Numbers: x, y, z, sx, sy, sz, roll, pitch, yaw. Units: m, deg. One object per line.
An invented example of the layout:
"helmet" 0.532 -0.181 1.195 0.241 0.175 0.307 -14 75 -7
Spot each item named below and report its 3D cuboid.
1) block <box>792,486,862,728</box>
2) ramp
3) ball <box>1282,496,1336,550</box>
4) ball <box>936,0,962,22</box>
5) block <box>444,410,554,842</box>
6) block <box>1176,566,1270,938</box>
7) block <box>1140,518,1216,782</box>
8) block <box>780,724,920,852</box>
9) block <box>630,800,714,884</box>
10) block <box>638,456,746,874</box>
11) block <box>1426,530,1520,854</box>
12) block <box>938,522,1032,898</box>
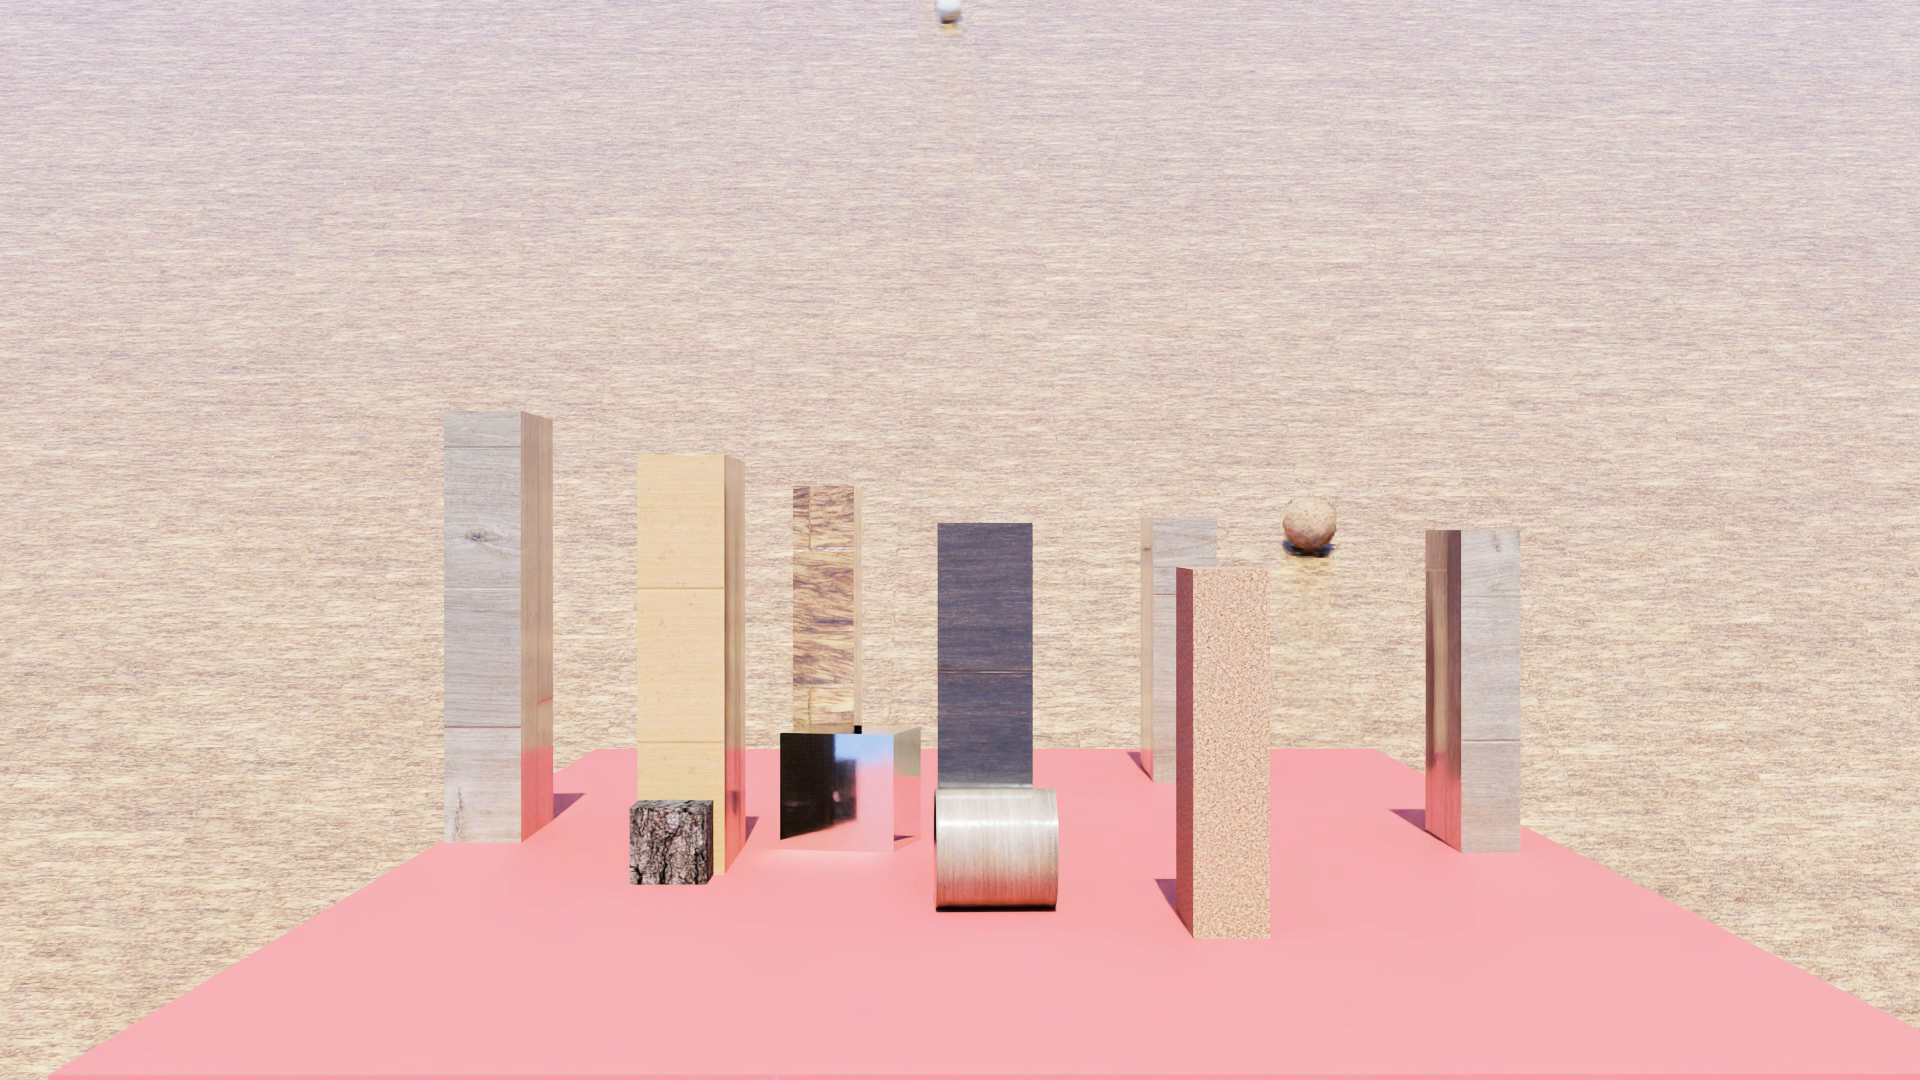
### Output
"block" -0.250 0.221 4.926 0.111 0.641 0.397 0 0 0
"ramp" 0.066 0.591 4.645 2.000 0.100 4.000 0 0 0
"ball" 1.041 -0.049 7.692 0.159 0.159 0.159 0 30 0
"ball" -0.050 -2.465 11.998 0.117 0.117 0.117 0 30 0
"block" -0.855 0.155 4.812 0.138 0.773 0.366 0 0 0
"block" 0.370 0.292 3.666 0.105 0.504 0.276 0 0 0
"block" 0.500 0.243 5.949 0.141 0.589 0.411 0 0 0
"block" -0.193 0.439 4.606 0.205 0.205 0.205 0 0 13
"block" -0.460 0.482 4.134 0.121 0.121 0.121 0 0 0
"block" -0.453 0.202 4.400 0.141 0.681 0.413 0 0 0
"block" 0.918 0.261 4.644 0.102 0.559 0.342 0 0 0
"block" 0.038 0.258 4.127 0.145 0.570 0.425 0 0 0
